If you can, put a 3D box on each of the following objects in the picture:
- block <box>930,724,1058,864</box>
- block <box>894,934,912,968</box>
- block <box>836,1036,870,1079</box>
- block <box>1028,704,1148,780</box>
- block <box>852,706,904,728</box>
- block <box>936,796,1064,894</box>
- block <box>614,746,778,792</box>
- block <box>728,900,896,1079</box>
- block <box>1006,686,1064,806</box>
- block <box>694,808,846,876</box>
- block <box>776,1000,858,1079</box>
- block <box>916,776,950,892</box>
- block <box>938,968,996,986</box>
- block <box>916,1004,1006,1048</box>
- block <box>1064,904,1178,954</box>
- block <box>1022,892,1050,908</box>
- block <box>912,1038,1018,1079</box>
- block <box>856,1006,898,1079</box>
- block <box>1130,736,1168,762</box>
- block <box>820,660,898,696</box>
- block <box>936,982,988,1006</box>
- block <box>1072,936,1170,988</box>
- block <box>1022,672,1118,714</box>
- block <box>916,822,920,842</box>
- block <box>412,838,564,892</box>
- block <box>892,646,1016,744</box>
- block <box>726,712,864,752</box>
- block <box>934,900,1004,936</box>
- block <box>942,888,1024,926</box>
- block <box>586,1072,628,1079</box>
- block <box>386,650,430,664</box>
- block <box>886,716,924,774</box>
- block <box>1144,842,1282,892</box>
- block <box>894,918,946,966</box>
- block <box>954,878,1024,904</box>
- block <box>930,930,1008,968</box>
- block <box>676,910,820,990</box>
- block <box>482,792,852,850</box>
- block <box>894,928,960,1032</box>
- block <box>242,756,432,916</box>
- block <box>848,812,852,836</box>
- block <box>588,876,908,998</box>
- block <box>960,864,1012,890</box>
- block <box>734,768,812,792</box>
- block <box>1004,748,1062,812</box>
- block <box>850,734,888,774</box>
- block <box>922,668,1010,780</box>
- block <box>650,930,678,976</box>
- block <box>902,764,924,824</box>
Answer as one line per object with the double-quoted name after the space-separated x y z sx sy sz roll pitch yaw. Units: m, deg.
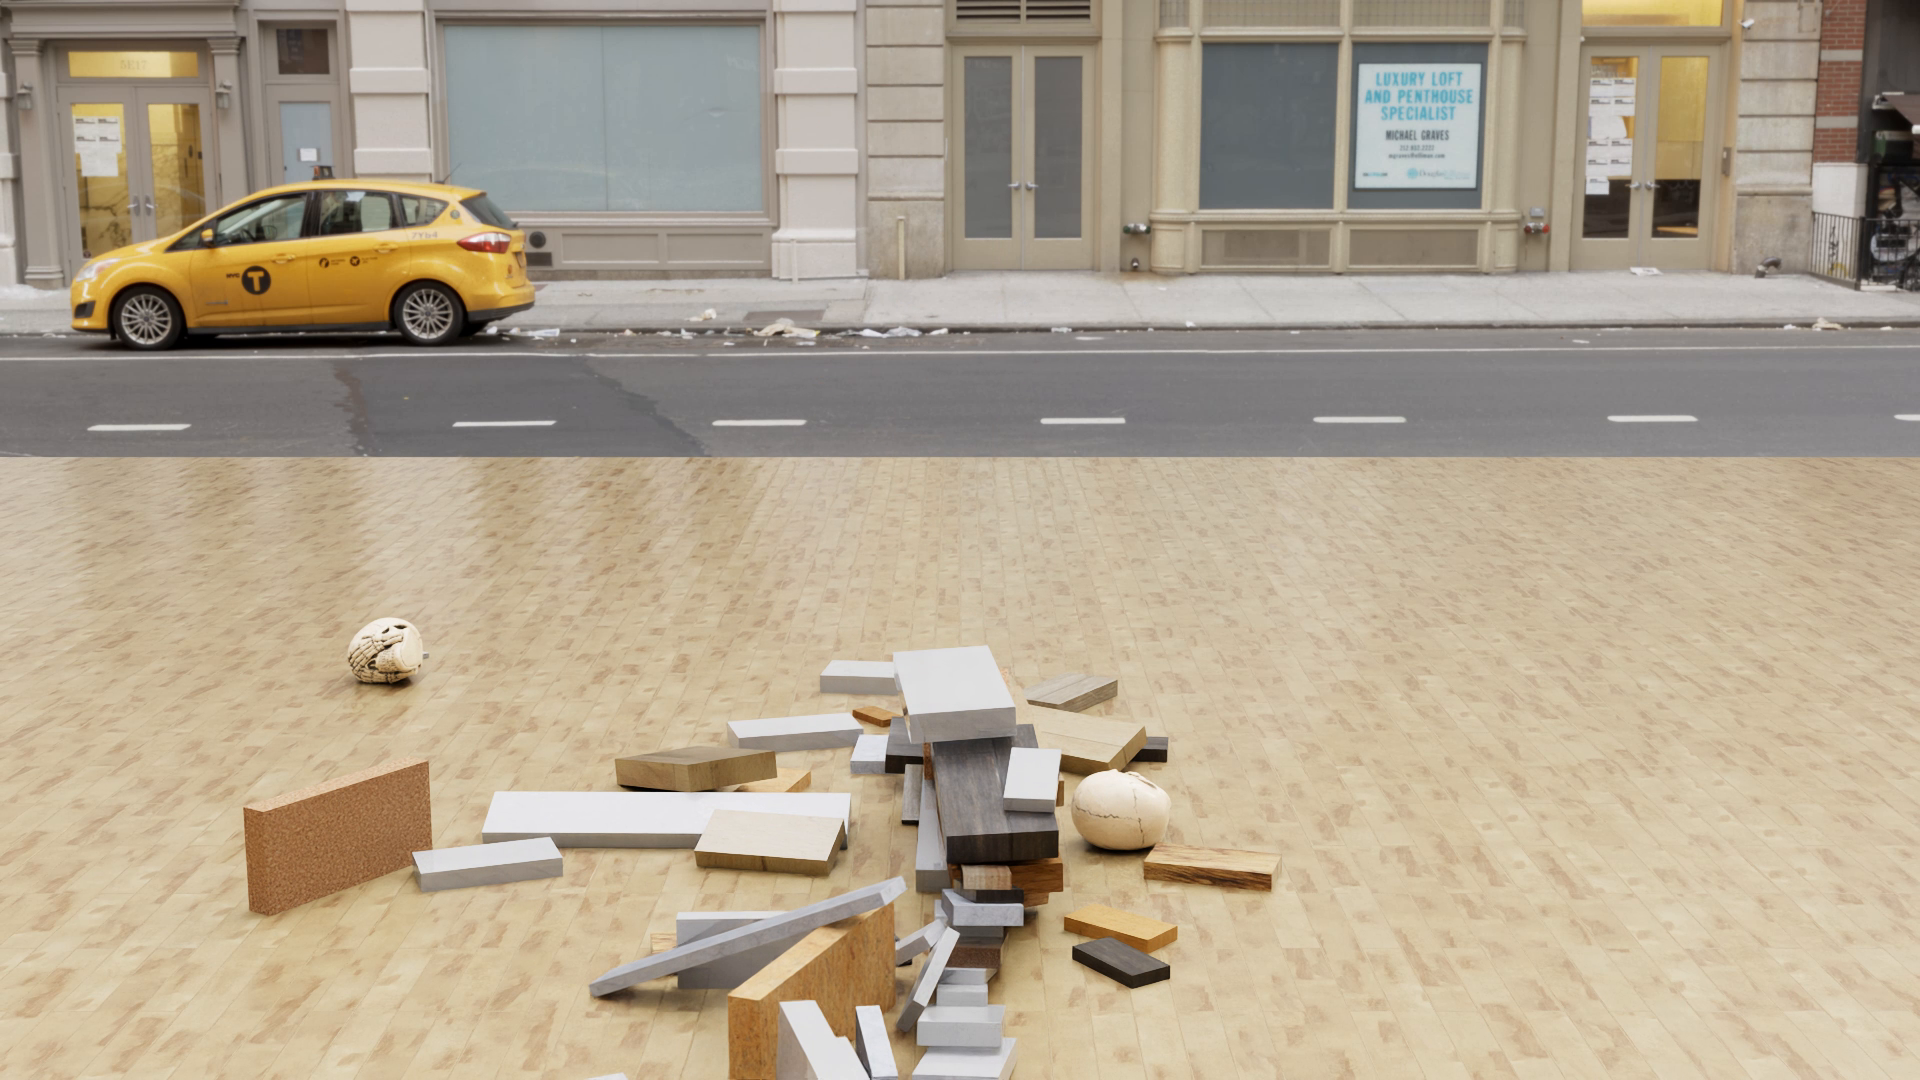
0.052 0.407 3.570 0.175 0.049 0.349 -3 24 -4 "block"
-0.141 0.626 3.412 0.081 0.023 0.162 -4 11 -22 "block"
-0.129 0.712 2.676 0.035 0.123 0.246 -2 11 -15 "block"
0.215 0.405 4.434 0.290 0.041 0.145 7 31 35 "block"
-0.177 0.381 4.750 0.056 0.016 0.112 -8 13 -37 "block"
0.061 0.487 3.622 0.175 0.049 0.349 -3 16 -4 "block"
-0.505 0.433 4.177 0.176 0.050 0.353 -6 0 -31 "block"
-0.196 0.629 3.009 0.046 0.163 0.416 4 11 22 "block"
0.055 0.360 3.800 0.175 0.049 0.349 -5 24 -10 "block"
-0.329 0.525 3.821 0.237 0.034 0.118 3 31 12 "block"
-0.168 0.695 2.651 0.046 0.163 0.327 1 10 -16 "block"
0.014 0.484 3.805 0.164 0.047 0.328 0 31 2 "block"
0.010 0.638 3.261 0.072 0.020 0.144 1 -3 8 "block"
0.004 0.664 3.015 0.111 0.031 0.222 1 -6 3 "block"
0.254 0.614 3.478 0.162 0.023 0.081 9 14 39 "block"
0.083 0.574 3.538 0.073 0.021 0.146 5 -3 24 "block"
0.008 0.695 2.899 0.111 0.031 0.222 0 0 8 "block"
-0.107 0.692 2.815 0.031 0.111 0.222 -1 11 -8 "block"
0.329 0.424 4.487 0.189 0.027 0.094 1 11 7 "block"
-0.163 0.316 5.031 0.290 0.041 0.145 1 11 7 "block"
0.003 0.653 3.167 0.072 0.020 0.144 1 -5 0 "block"
0.244 0.641 3.338 0.073 0.021 0.147 -7 13 -34 "block"
0.229 0.346 4.882 0.131 0.037 0.262 7 13 32 "block"
0.019 0.448 3.958 0.164 0.047 0.329 2 34 4 "block"
-0.809 0.555 3.765 0.237 0.034 0.118 -4 11 -20 "block"
-0.015 0.265 3.847 0.176 0.050 0.438 -4 11 -5 "block"
-0.343 0.403 4.575 0.262 0.037 0.131 -3 11 -16 "block"
0.012 0.592 3.446 0.104 0.029 0.208 1 -2 -1 "block"
0.032 0.559 3.350 0.104 0.029 0.208 1 -2 -5 "block"
-0.444 0.750 2.672 0.171 0.049 0.343 -5 12 -24 "block"
-1.330 0.282 5.293 0.046 0.013 0.092 10 14 42 "block"
0.005 0.405 4.282 0.290 0.041 0.145 3 26 2 "block"
0.433 0.558 3.758 0.218 0.031 0.109 3 11 17 "block"
-0.094 0.615 3.262 0.147 0.021 0.073 -33 -1 20 "block"
0.043 0.534 3.344 0.073 0.021 0.146 2 -2 -13 "block"
0.016 0.616 3.318 0.104 0.029 0.208 1 -3 5 "block"
-0.310 0.609 3.268 0.218 0.109 0.031 0 11 -2 "block"
-0.522 0.502 3.942 0.647 0.034 0.118 0 31 1 "block"
-0.046 0.626 3.132 0.020 0.072 0.144 30 42 0 "block"
-1.041 0.494 3.704 0.050 0.176 0.353 7 13 33 "block"
-0.386 0.513 4.011 0.373 0.027 0.095 0 11 1 "block"
-0.310 0.571 3.152 0.517 0.021 0.073 -21 1 25 "block"
0.040 0.513 3.349 0.073 0.021 0.146 1 -2 -1 "block"
-0.361 0.476 4.208 0.095 0.027 0.189 3 11 15 "block"
0.117 0.384 3.530 0.081 0.023 0.162 2 24 6 "block"
-0.165 0.433 4.442 0.095 0.027 0.190 1 11 3 "block"
0.014 0.331 3.990 0.164 0.047 0.328 -1 24 -2 "block"
-0.333 0.627 3.386 0.277 0.031 0.109 -2 11 -12 "block"
-0.076 0.469 4.062 0.057 0.113 0.016 1 -33 5 "block"
